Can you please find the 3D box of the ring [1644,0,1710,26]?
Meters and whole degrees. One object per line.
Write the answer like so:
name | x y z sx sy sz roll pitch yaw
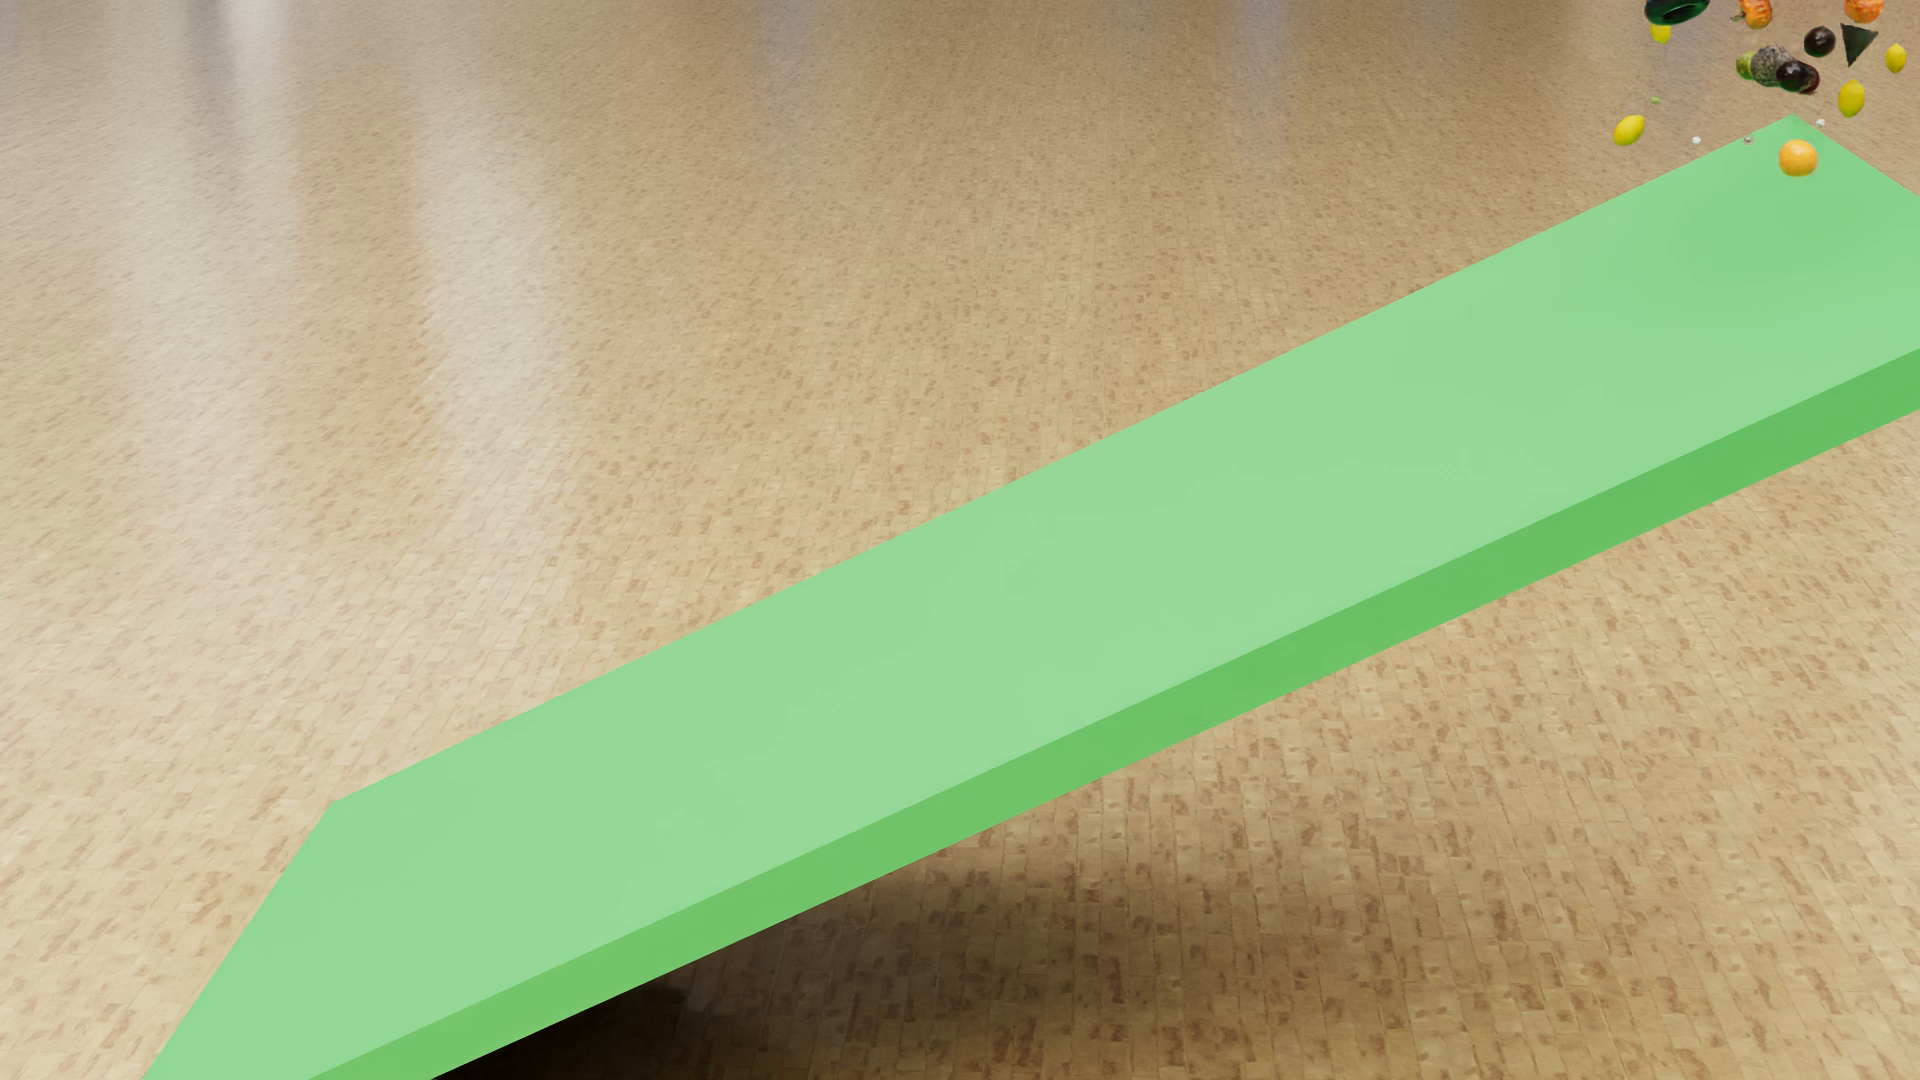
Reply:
ring | 1.393 -1.040 5.709 0.131 0.044 0.131 -12 -14 -3

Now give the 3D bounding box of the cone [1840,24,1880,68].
cone | 1.700 -0.935 5.591 0.076 0.076 0.076 13 11 -3

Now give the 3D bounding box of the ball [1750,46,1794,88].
ball | 1.622 -0.947 5.877 0.084 0.084 0.084 0 17 0

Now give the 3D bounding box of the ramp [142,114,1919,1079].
ramp | 0.139 0.168 6.281 4.000 0.100 2.000 -25 14 10
